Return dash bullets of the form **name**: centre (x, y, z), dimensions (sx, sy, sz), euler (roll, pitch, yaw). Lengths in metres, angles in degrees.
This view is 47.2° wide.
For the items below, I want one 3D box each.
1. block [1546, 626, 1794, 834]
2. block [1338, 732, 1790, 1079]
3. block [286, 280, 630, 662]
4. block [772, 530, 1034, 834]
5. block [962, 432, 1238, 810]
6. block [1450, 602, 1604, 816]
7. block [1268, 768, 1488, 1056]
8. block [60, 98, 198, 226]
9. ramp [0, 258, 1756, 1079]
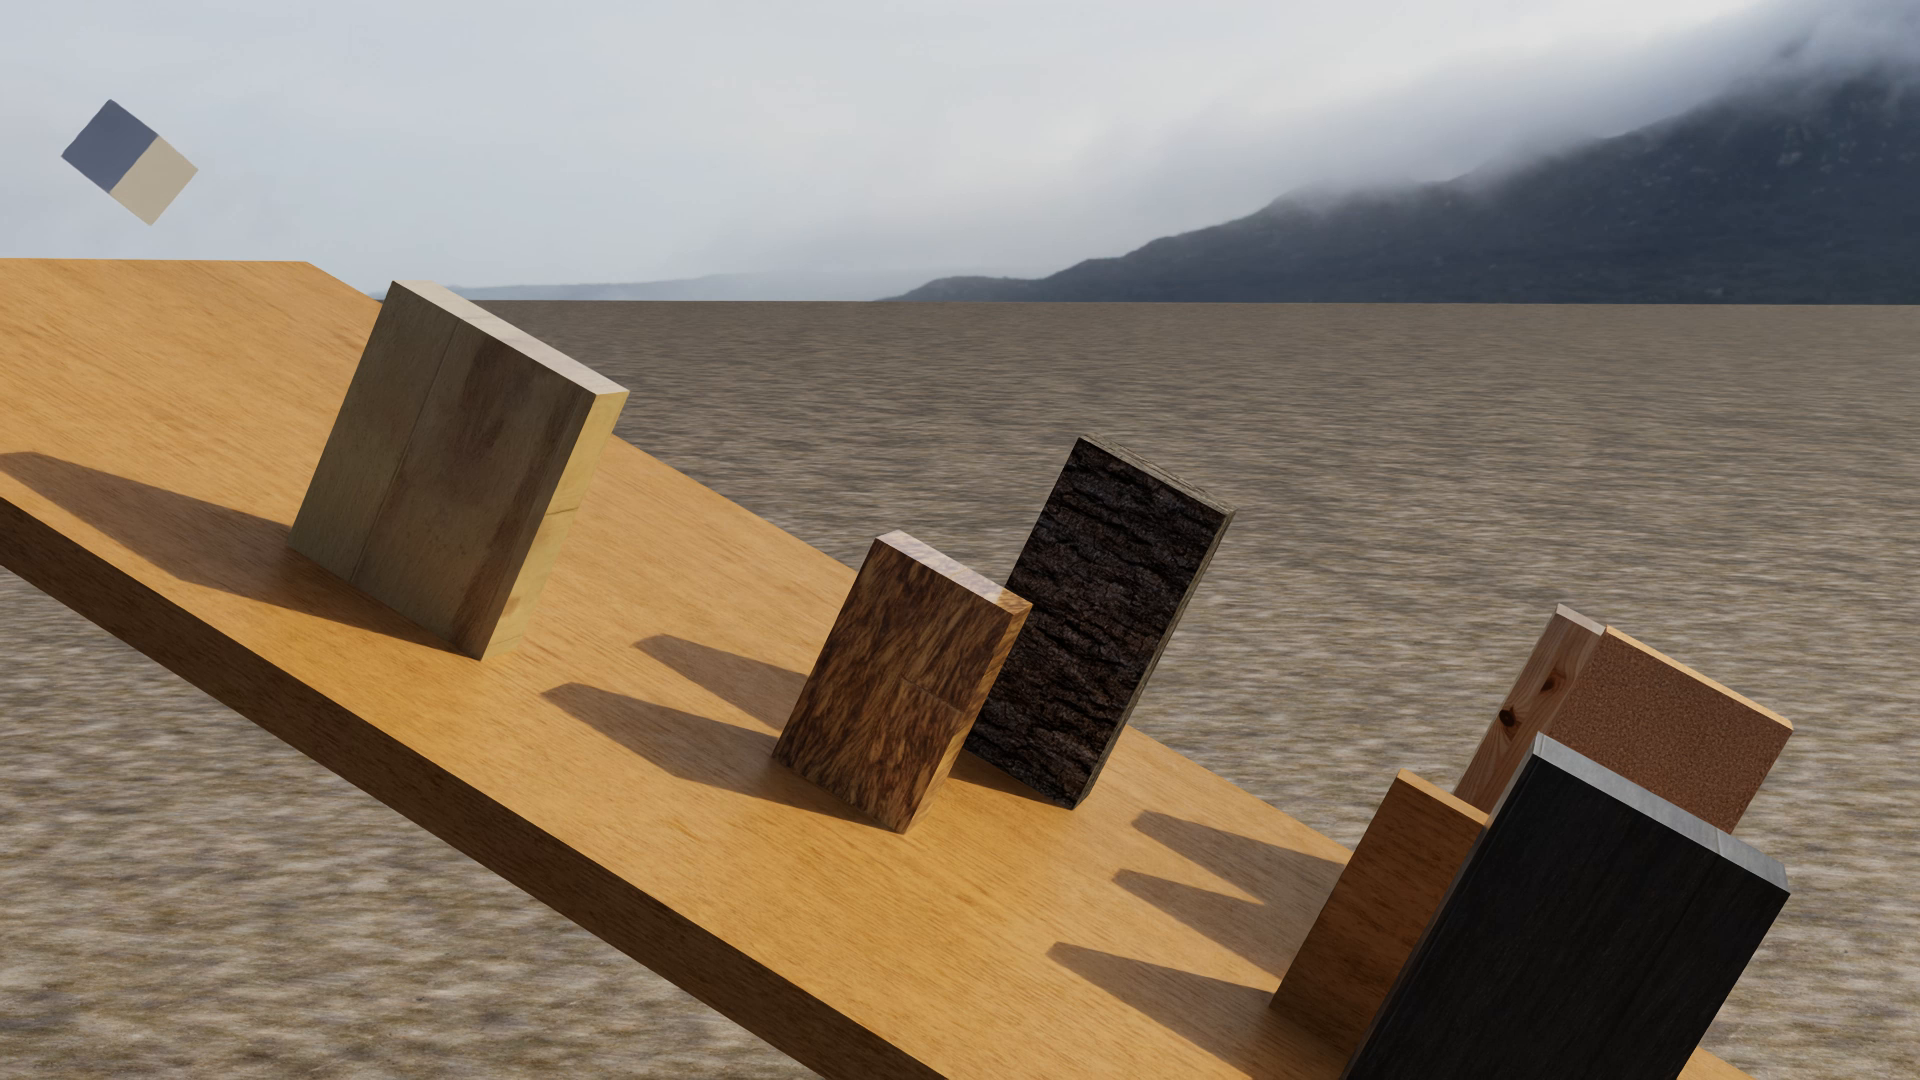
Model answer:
- **block**: centre (1.264, 0.598, 4.339), dimensions (0.387, 0.766, 0.093), euler (29, 14, 12)
- **block**: centre (0.737, 0.699, 2.948), dimensions (0.354, 0.800, 0.146), euler (29, 14, 12)
- **block**: centre (-0.855, -0.121, 3.730), dimensions (0.414, 0.503, 0.123), euler (29, 14, 12)
- **block**: centre (-0.103, 0.247, 3.854), dimensions (0.276, 0.443, 0.125), euler (29, 14, 12)
- **block**: centre (0.245, 0.159, 4.340), dimensions (0.320, 0.663, 0.139), euler (29, 14, 12)
- **block**: centre (1.264, 0.539, 4.674), dimensions (0.368, 0.710, 0.143), euler (29, 14, 12)
- **block**: centre (0.836, 0.707, 3.780), dimensions (0.432, 0.475, 0.080), euler (29, 14, 12)
- **block**: centre (-1.576, -0.716, 4.178), dimensions (0.143, 0.143, 0.143), euler (36, -7, 20)
- **ramp**: centre (-0.242, 0.407, 4.158), dimensions (4.000, 0.100, 2.000), euler (29, 14, 12)
